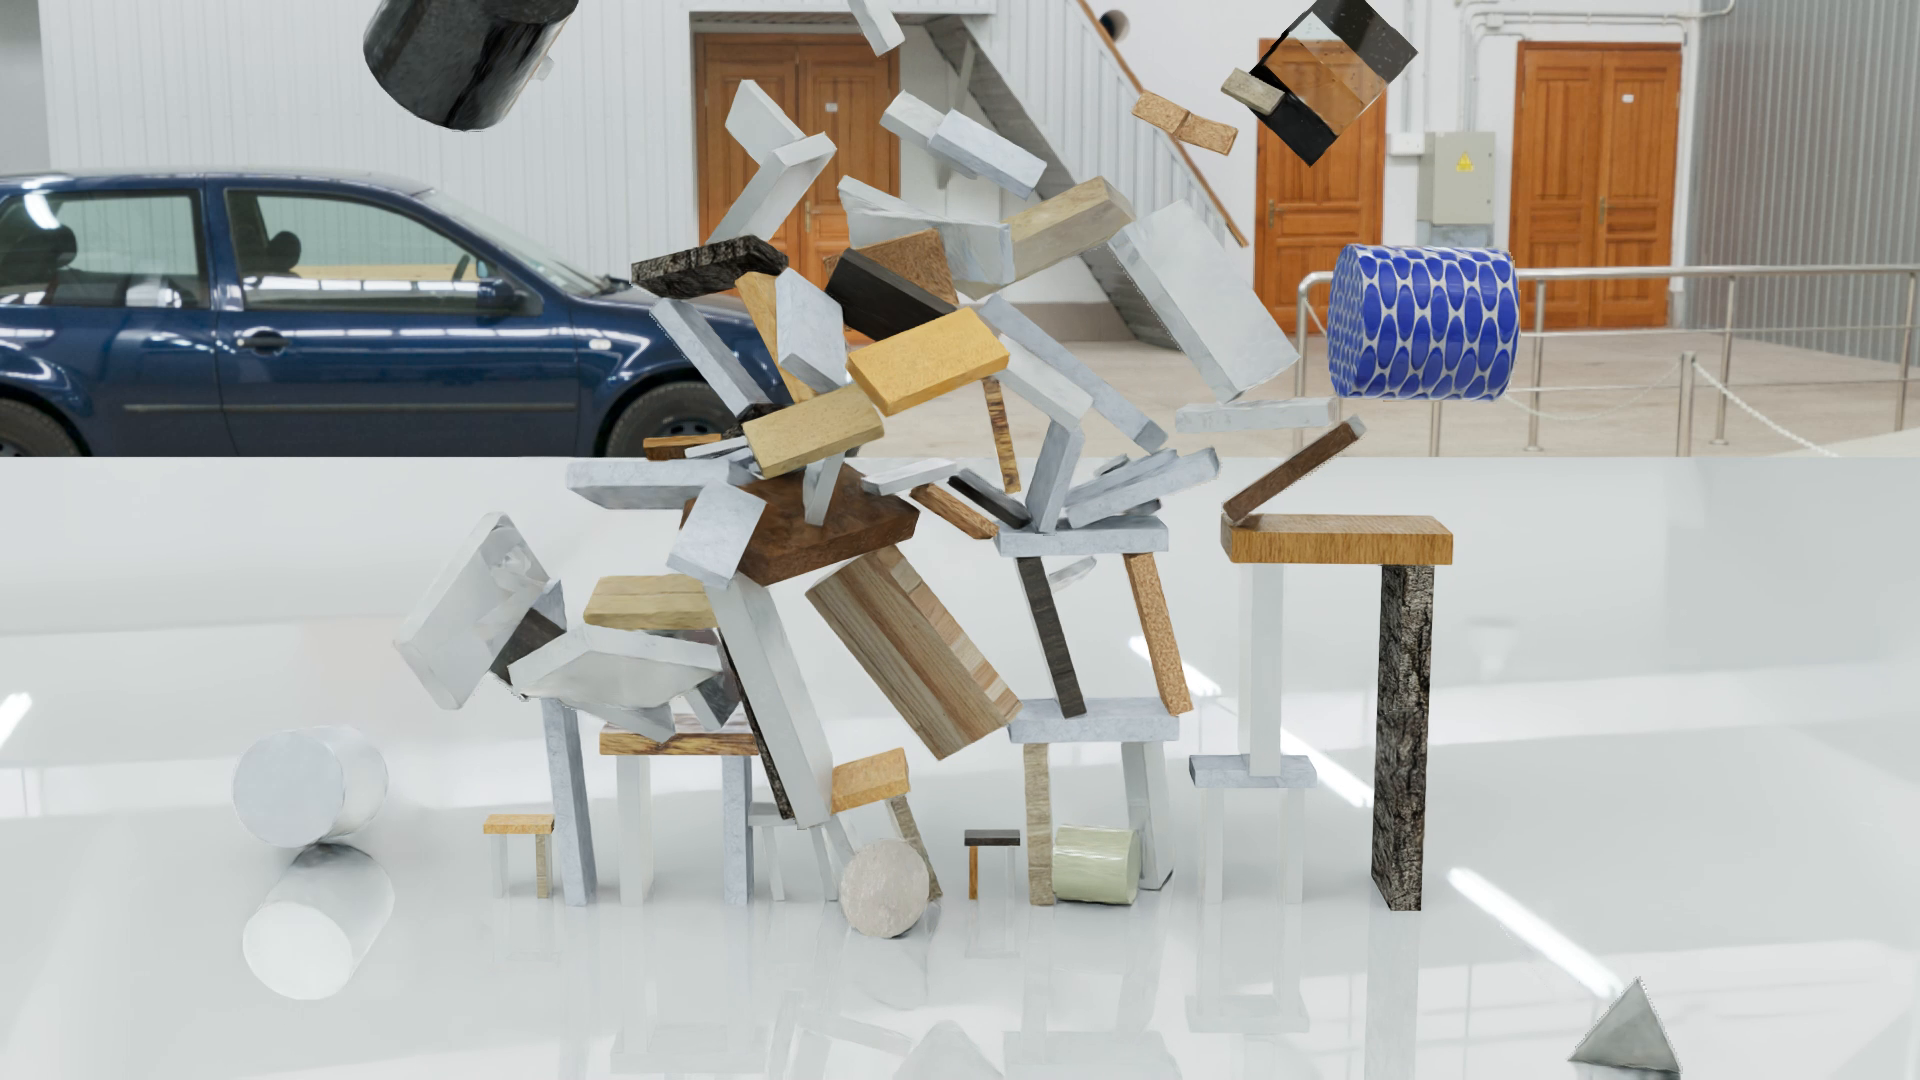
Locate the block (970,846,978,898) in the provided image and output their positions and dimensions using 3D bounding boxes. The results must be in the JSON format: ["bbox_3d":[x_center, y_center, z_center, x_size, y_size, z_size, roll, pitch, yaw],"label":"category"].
[{"bbox_3d":[0.023,0.545,3.659,0.013,0.092,0.046,0,11,0],"label":"block"}]

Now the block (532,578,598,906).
[{"bbox_3d":[-0.652,0.332,3.617,0.033,0.525,0.116,-5,10,1],"label":"block"}]

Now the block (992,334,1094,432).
[{"bbox_3d":[0.120,-0.247,3.440,0.179,0.025,0.090,35,32,0],"label":"block"}]

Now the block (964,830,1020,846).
[{"bbox_3d":[0.053,0.494,3.649,0.092,0.013,0.046,0,11,0],"label":"block"}]

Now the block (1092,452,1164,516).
[{"bbox_3d":[0.280,-0.084,3.668,0.063,0.125,0.018,-32,35,12],"label":"block"}]

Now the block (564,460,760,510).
[{"bbox_3d":[-0.466,-0.087,3.496,0.284,0.040,0.142,0,-14,20],"label":"block"}]

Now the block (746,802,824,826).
[{"bbox_3d":[-0.284,0.453,3.634,0.130,0.018,0.065,0,12,-1],"label":"block"}]

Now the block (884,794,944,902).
[{"bbox_3d":[-0.082,0.499,3.649,0.027,0.187,0.094,-22,14,-10],"label":"block"}]

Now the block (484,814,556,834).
[{"bbox_3d":[-0.730,0.472,3.652,0.112,0.016,0.056,0,11,0],"label":"block"}]

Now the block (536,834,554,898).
[{"bbox_3d":[-0.693,0.534,3.664,0.016,0.112,0.056,0,11,0],"label":"block"}]

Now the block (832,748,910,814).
[{"bbox_3d":[-0.176,0.396,3.557,0.187,0.027,0.094,-17,27,4],"label":"block"}]

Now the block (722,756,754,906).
[{"bbox_3d":[-0.368,0.463,3.649,0.036,0.256,0.128,0,11,0],"label":"block"}]

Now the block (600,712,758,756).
[{"bbox_3d":[-0.455,0.319,3.623,0.257,0.036,0.128,0,11,0],"label":"block"}]

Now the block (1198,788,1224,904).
[{"bbox_3d":[0.417,0.493,3.651,0.028,0.198,0.099,0,11,0],"label":"block"}]

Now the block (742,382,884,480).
[{"bbox_3d":[-0.215,-0.161,3.215,0.187,0.027,0.094,-21,53,-9],"label":"block"}]

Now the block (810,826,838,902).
[{"bbox_3d":[-0.226,0.526,3.652,0.018,0.131,0.065,-12,12,0],"label":"block"}]

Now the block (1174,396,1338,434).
[{"bbox_3d":[0.471,-0.199,3.494,0.240,0.034,0.120,-2,9,17],"label":"block"}]

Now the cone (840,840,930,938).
[{"bbox_3d":[-0.088,0.576,3.555,0.157,0.157,0.157,5,-15,27],"label":"cone"}]

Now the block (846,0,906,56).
[{"bbox_3d":[-0.162,-0.918,3.725,0.027,0.189,0.095,-24,14,24],"label":"block"}]

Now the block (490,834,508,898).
[{"bbox_3d":[-0.767,0.534,3.664,0.016,0.112,0.056,0,11,0],"label":"block"}]

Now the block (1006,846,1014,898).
[{"bbox_3d":[0.084,0.545,3.659,0.013,0.092,0.046,0,11,0],"label":"block"}]

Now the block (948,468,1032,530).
[{"bbox_3d":[0.052,-0.067,3.564,0.139,0.020,0.069,34,20,13],"label":"block"}]

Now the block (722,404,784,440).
[{"bbox_3d":[-0.340,-0.178,3.549,0.123,0.017,0.062,-38,-22,32],"label":"block"}]

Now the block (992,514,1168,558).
[{"bbox_3d":[0.194,-0.007,3.571,0.269,0.038,0.135,-2,10,-4],"label":"block"}]

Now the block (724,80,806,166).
[{"bbox_3d":[-0.334,-0.699,3.766,0.026,0.093,0.186,-5,43,-40],"label":"block"}]

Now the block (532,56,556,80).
[{"bbox_3d":[-0.790,-0.844,3.573,0.129,0.036,0.257,22,-12,49],"label":"block"}]

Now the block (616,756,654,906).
[{"bbox_3d":[-0.539,0.463,3.649,0.036,0.257,0.128,0,10,0],"label":"block"}]

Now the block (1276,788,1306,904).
[{"bbox_3d":[0.549,0.493,3.651,0.028,0.198,0.099,0,11,0],"label":"block"}]

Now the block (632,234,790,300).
[{"bbox_3d":[-0.403,-0.437,3.556,0.228,0.032,0.114,-10,-16,24],"label":"block"}]

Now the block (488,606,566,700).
[{"bbox_3d":[-0.709,0.152,3.439,0.232,0.033,0.116,28,70,42],"label":"block"}]

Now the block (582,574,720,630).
[{"bbox_3d":[-0.470,0.098,3.470,0.226,0.032,0.113,-2,30,7],"label":"block"}]

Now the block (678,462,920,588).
[{"bbox_3d":[-0.244,-0.031,3.416,0.179,0.051,0.358,33,30,27],"label":"block"}]

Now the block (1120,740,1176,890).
[{"bbox_3d":[0.319,0.438,3.728,0.039,0.275,0.137,-4,9,18],"label":"block"}]

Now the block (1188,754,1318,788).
[{"bbox_3d":[0.482,0.382,3.630,0.198,0.028,0.099,0,11,0],"label":"block"}]

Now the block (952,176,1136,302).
[{"bbox_3d":[0.129,-0.513,3.764,0.322,0.046,0.161,-23,-16,18],"label":"block"}]

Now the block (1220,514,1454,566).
[{"bbox_3d":[0.606,-0.002,3.565,0.349,0.049,0.175,1,10,1],"label":"block"}]

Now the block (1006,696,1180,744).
[{"bbox_3d":[0.216,0.296,3.627,0.275,0.039,0.137,-1,10,-2],"label":"block"}]

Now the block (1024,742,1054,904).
[{"bbox_3d":[0.132,0.452,3.656,0.039,0.275,0.137,-2,10,4],"label":"block"}]

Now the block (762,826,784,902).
[{"bbox_3d":[-0.312,0.526,3.651,0.018,0.130,0.065,-9,12,-6],"label":"block"}]

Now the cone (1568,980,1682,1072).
[{"bbox_3d":[0.890,0.685,2.996,0.133,0.133,0.133,-25,6,12],"label":"cone"}]

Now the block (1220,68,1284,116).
[{"bbox_3d":[0.464,-0.711,3.487,0.090,0.045,0.013,32,-20,18],"label":"block"}]

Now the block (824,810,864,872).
[{"bbox_3d":[-0.186,0.497,3.617,0.027,0.187,0.094,-19,25,4],"label":"block"}]

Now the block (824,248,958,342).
[{"bbox_3d":[-0.104,-0.356,3.430,0.220,0.110,0.031,29,41,-2],"label":"block"}]
